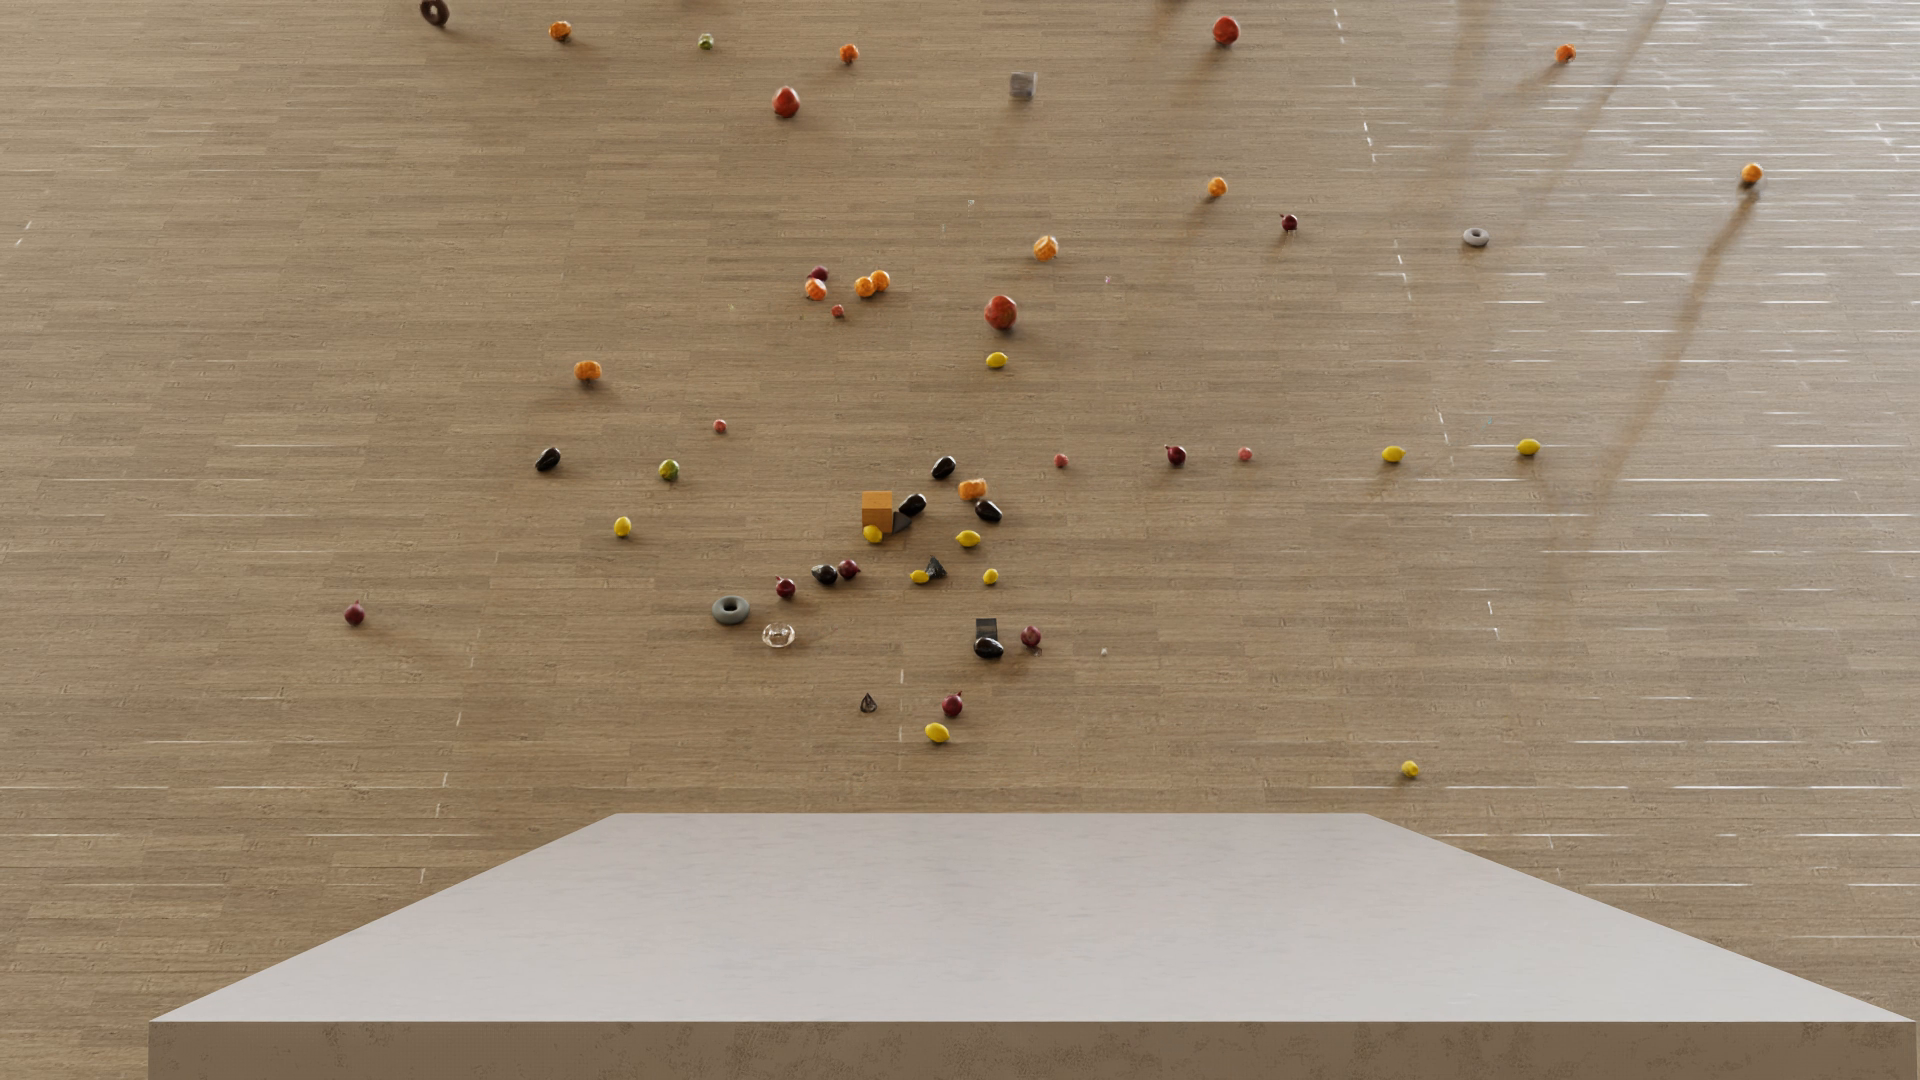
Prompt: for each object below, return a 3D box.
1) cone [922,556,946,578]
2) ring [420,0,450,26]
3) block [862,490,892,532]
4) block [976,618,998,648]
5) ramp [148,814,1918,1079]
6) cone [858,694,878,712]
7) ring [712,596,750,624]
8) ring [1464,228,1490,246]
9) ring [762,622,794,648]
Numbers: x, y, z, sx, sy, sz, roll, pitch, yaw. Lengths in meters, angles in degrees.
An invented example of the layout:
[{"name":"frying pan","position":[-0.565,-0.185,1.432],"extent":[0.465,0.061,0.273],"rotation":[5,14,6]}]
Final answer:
[{"name":"cone","position":[-0.089,0.095,7.874],"extent":[0.071,0.071,0.071],"rotation":[-38,46,-4]},{"name":"ring","position":[-2.184,-2.204,10.819],"extent":[0.137,0.137,0.046],"rotation":[18,39,22]},{"name":"block","position":[-0.256,-0.088,8.065],"extent":[0.092,0.092,0.092],"rotation":[-1,37,-1]},{"name":"block","position":[0.077,0.272,7.618],"extent":[0.060,0.060,0.060],"rotation":[-1,37,-2]},{"name":"ramp","position":[0.082,0.687,4.939],"extent":[2.000,0.100,4.000],"rotation":[0,-3,0]},{"name":"cone","position":[-0.262,0.453,7.386],"extent":[0.053,0.053,0.053],"rotation":[0,37,0]},{"name":"ring","position":[-0.680,0.207,7.722],"extent":[0.114,0.038,0.114],"rotation":[-1,37,1]},{"name":"ring","position":[1.875,-1.101,9.449],"extent":[0.094,0.031,0.094],"rotation":[1,38,-1]},{"name":"ring","position":[-0.533,0.278,7.633],"extent":[0.097,0.032,0.097],"rotation":[-1,36,1]}]
